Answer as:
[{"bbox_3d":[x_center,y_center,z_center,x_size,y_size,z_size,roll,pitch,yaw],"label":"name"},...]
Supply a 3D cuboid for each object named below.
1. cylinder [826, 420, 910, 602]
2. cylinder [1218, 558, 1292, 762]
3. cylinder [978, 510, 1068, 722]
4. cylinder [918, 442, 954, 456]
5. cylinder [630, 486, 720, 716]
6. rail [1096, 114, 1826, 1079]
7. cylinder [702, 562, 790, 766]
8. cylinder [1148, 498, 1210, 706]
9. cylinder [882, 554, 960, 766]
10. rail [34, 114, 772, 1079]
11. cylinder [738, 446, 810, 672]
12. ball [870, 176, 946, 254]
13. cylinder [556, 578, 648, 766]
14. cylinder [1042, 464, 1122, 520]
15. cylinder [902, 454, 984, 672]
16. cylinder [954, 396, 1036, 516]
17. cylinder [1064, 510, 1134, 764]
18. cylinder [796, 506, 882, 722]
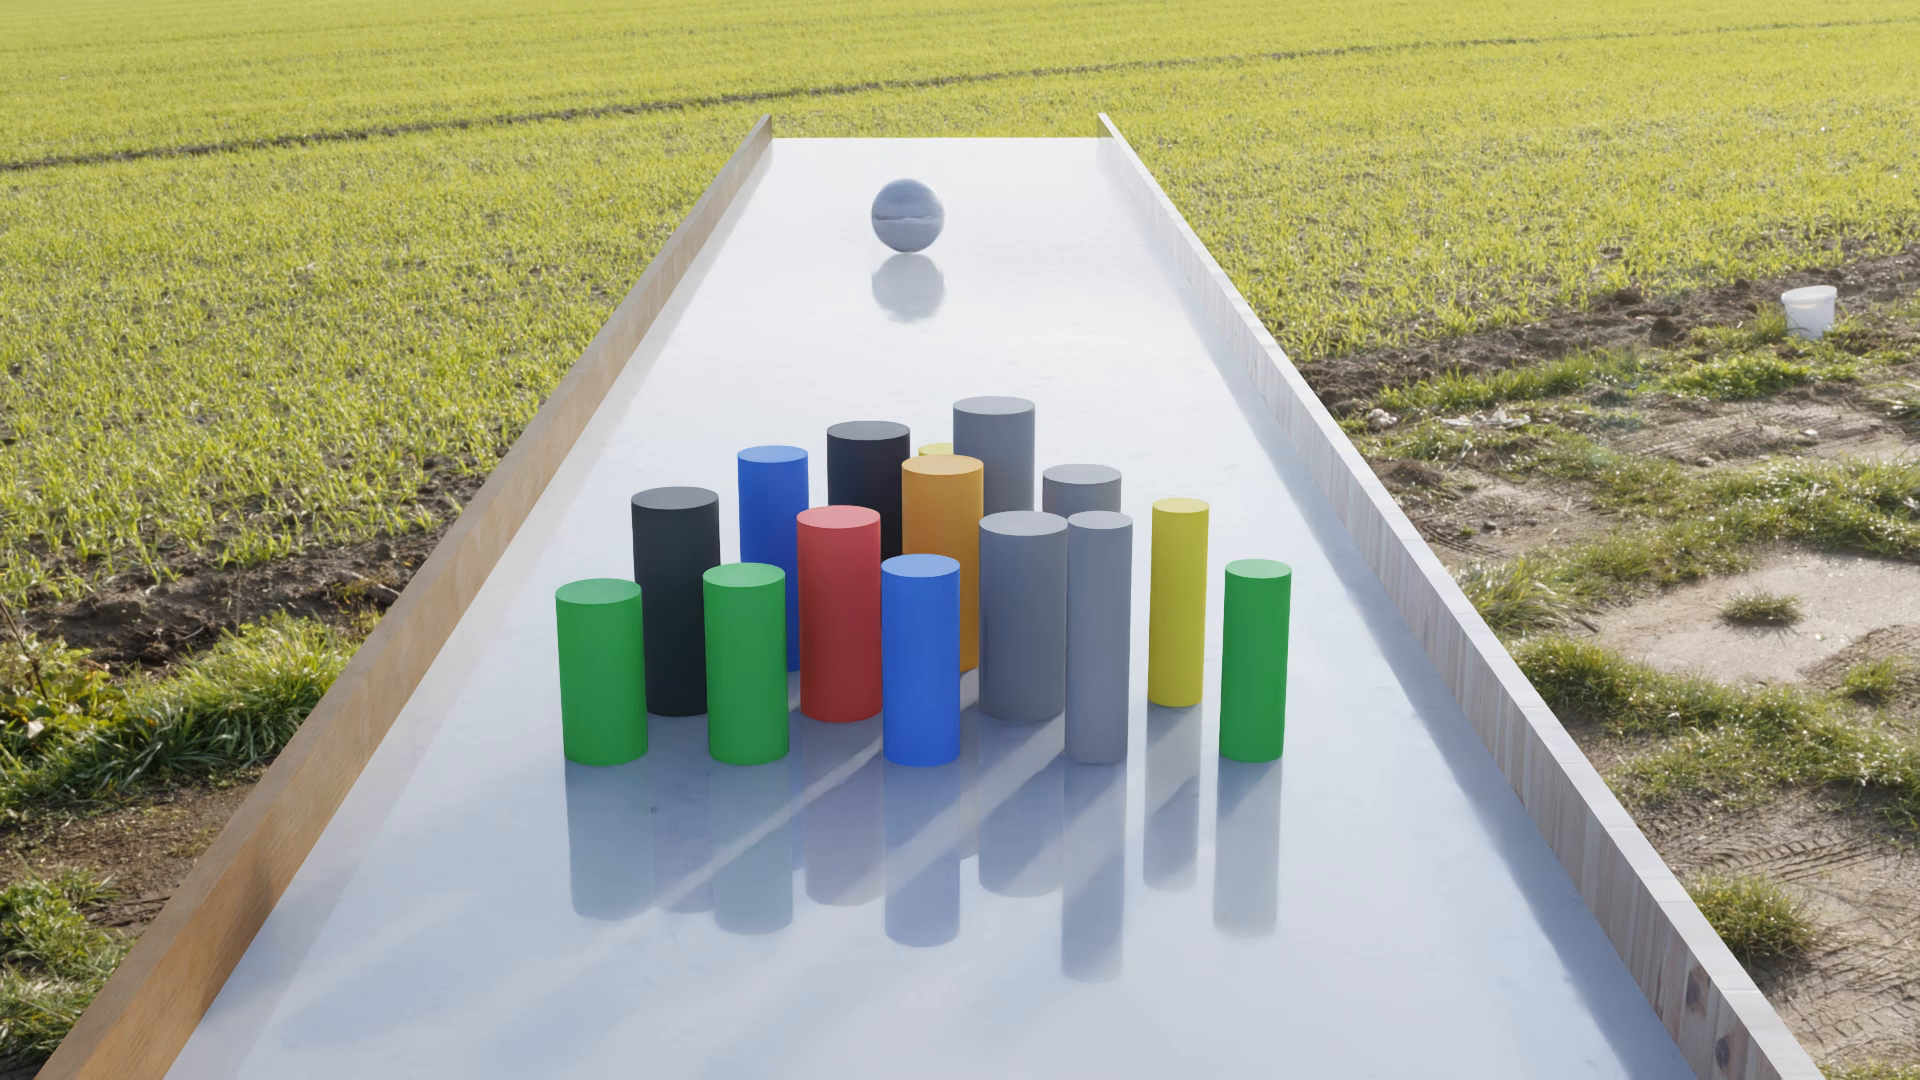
[{"bbox_3d":[-0.190,-0.030,4.608,0.174,0.411,0.174,0,17,0],"label":"cylinder"},{"bbox_3d":[0.523,0.214,3.906,0.116,0.343,0.116,0,17,0],"label":"cylinder"},{"bbox_3d":[0.119,0.141,4.120,0.167,0.360,0.167,0,17,0],"label":"cylinder"},{"bbox_3d":[-0.034,-0.055,4.881,0.115,0.302,0.115,0,17,0],"label":"cylinder"},{"bbox_3d":[-0.529,0.115,4.133,0.162,0.403,0.162,0,17,0],"label":"cylinder"},{"bbox_3d":[0.932,-0.844,7.801,0.050,0.150,12.000,0,17,-1],"label":"rail"},{"bbox_3d":[-0.379,0.219,3.910,0.145,0.331,0.145,0,17,0],"label":"cylinder"},{"bbox_3d":[0.412,0.118,4.160,0.106,0.382,0.106,0,17,0],"label":"cylinder"},{"bbox_3d":[-0.069,0.213,3.896,0.138,0.351,0.138,0,17,0],"label":"cylinder"},{"bbox_3d":[-1.118,-0.838,7.780,0.050,0.150,12.000,0,17,-1],"label":"rail"},{"bbox_3d":[-0.365,0.038,4.348,0.138,0.429,0.138,0,17,0],"label":"cylinder"},{"bbox_3d":[-0.220,-1.370,9.276,0.318,0.318,0.318,0,17,0],"label":"ball"},{"bbox_3d":[-0.637,0.234,3.914,0.150,0.300,0.150,0,17,0],"label":"cylinder"},{"bbox_3d":[0.241,0.050,4.393,0.157,0.379,0.157,0,17,0],"label":"cylinder"},{"bbox_3d":[-0.034,0.046,4.359,0.160,0.406,0.160,0,17,0],"label":"cylinder"},{"bbox_3d":[0.071,-0.061,4.630,0.171,0.457,0.171,0,17,0],"label":"cylinder"},{"bbox_3d":[0.244,0.172,3.889,0.114,0.433,0.114,0,17,0],"label":"cylinder"},{"bbox_3d":[-0.224,0.137,4.107,0.154,0.376,0.154,0,17,0],"label":"cylinder"}]
